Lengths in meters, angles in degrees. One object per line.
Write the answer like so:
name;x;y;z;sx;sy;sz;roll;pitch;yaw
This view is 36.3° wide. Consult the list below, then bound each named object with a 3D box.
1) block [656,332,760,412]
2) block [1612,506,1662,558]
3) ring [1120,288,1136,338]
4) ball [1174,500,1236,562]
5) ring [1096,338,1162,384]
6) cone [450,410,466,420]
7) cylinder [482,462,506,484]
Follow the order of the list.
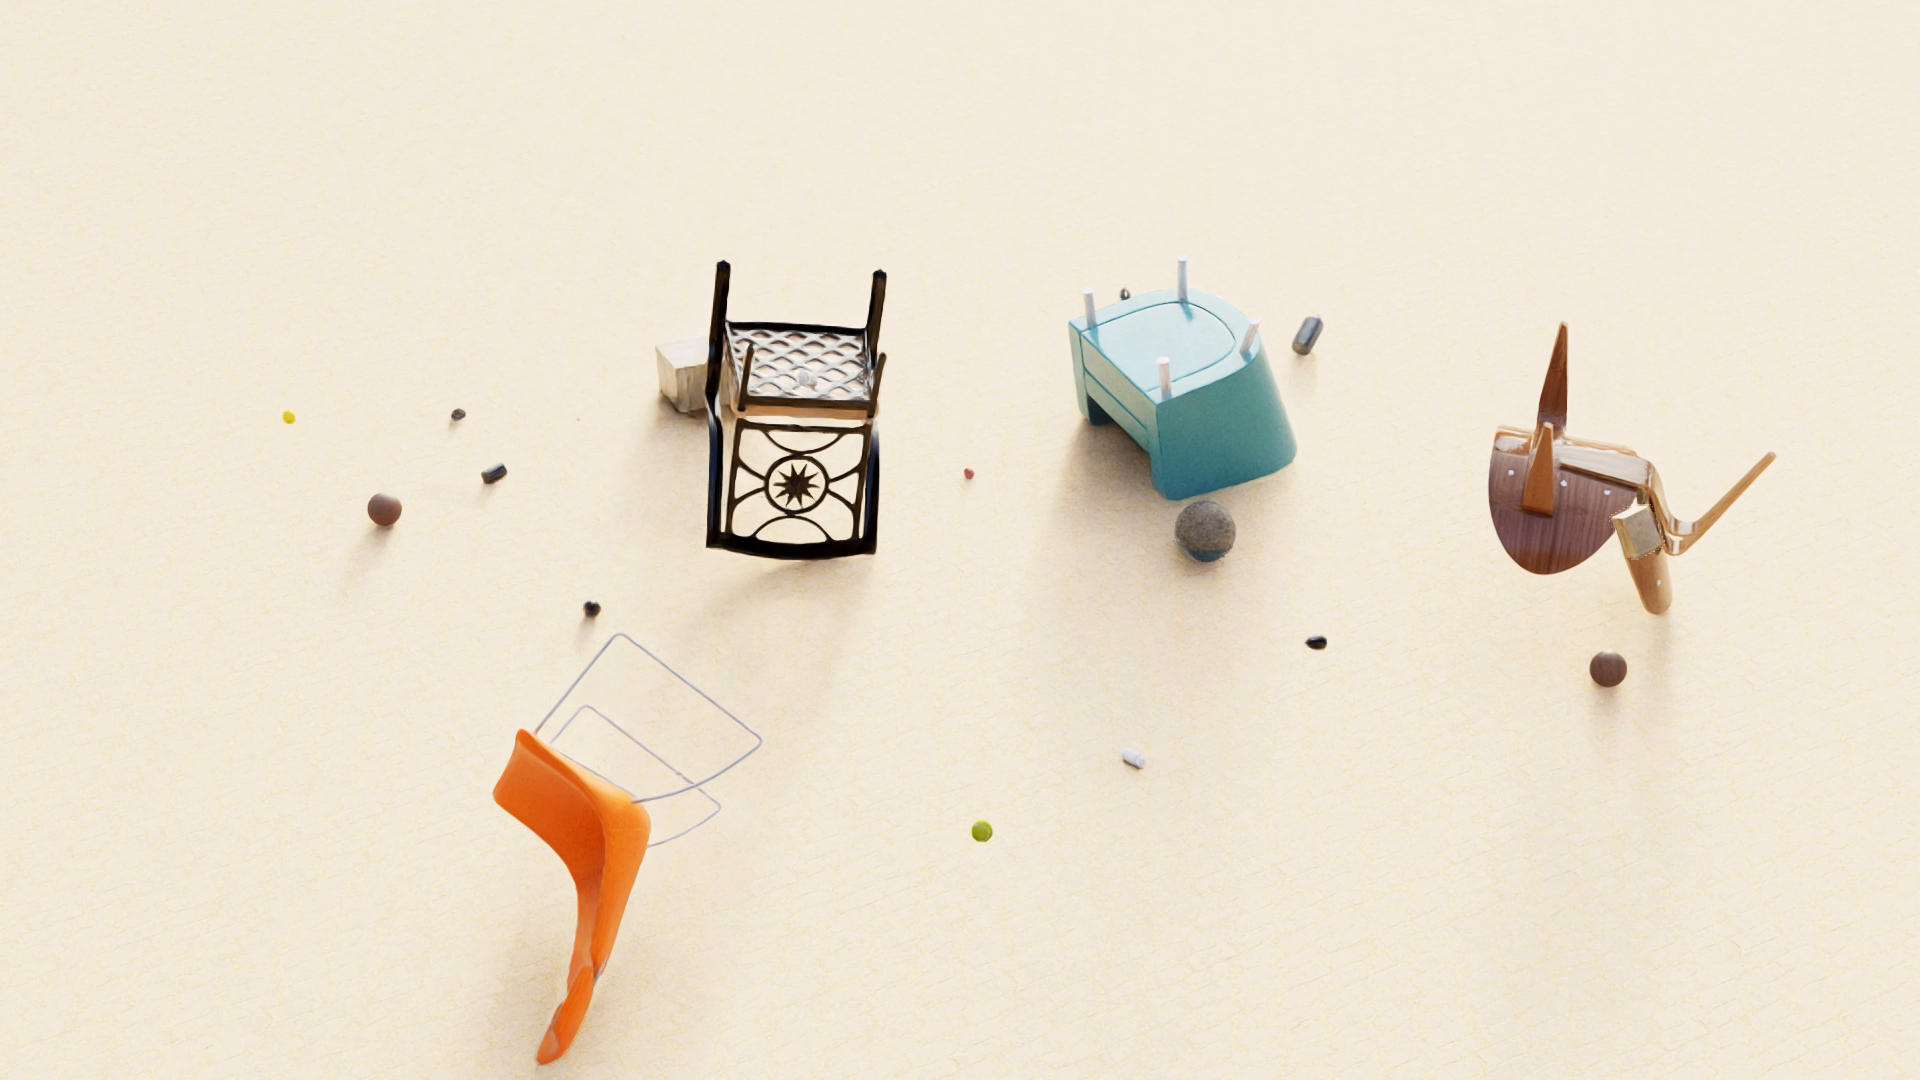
block;-1.013;-0.676;11.751;0.329;0.186;0.313;-11;24;-17
block;2.323;-0.030;10.061;0.109;0.145;0.076;-25;11;-18
ring;0.701;-0.945;12.219;0.052;0.181;0.276;-9;42;3
ball;0.902;-0.031;10.783;0.229;0.229;0.229;0;33;0
ring;0.688;-0.732;12.004;0.272;0.059;0.347;0;33;-1
cone;-2.009;-0.502;11.687;0.062;0.047;0.063;-10;13;-26
cylinder;-1.794;-0.257;11.283;0.049;0.057;0.087;-1;24;40
